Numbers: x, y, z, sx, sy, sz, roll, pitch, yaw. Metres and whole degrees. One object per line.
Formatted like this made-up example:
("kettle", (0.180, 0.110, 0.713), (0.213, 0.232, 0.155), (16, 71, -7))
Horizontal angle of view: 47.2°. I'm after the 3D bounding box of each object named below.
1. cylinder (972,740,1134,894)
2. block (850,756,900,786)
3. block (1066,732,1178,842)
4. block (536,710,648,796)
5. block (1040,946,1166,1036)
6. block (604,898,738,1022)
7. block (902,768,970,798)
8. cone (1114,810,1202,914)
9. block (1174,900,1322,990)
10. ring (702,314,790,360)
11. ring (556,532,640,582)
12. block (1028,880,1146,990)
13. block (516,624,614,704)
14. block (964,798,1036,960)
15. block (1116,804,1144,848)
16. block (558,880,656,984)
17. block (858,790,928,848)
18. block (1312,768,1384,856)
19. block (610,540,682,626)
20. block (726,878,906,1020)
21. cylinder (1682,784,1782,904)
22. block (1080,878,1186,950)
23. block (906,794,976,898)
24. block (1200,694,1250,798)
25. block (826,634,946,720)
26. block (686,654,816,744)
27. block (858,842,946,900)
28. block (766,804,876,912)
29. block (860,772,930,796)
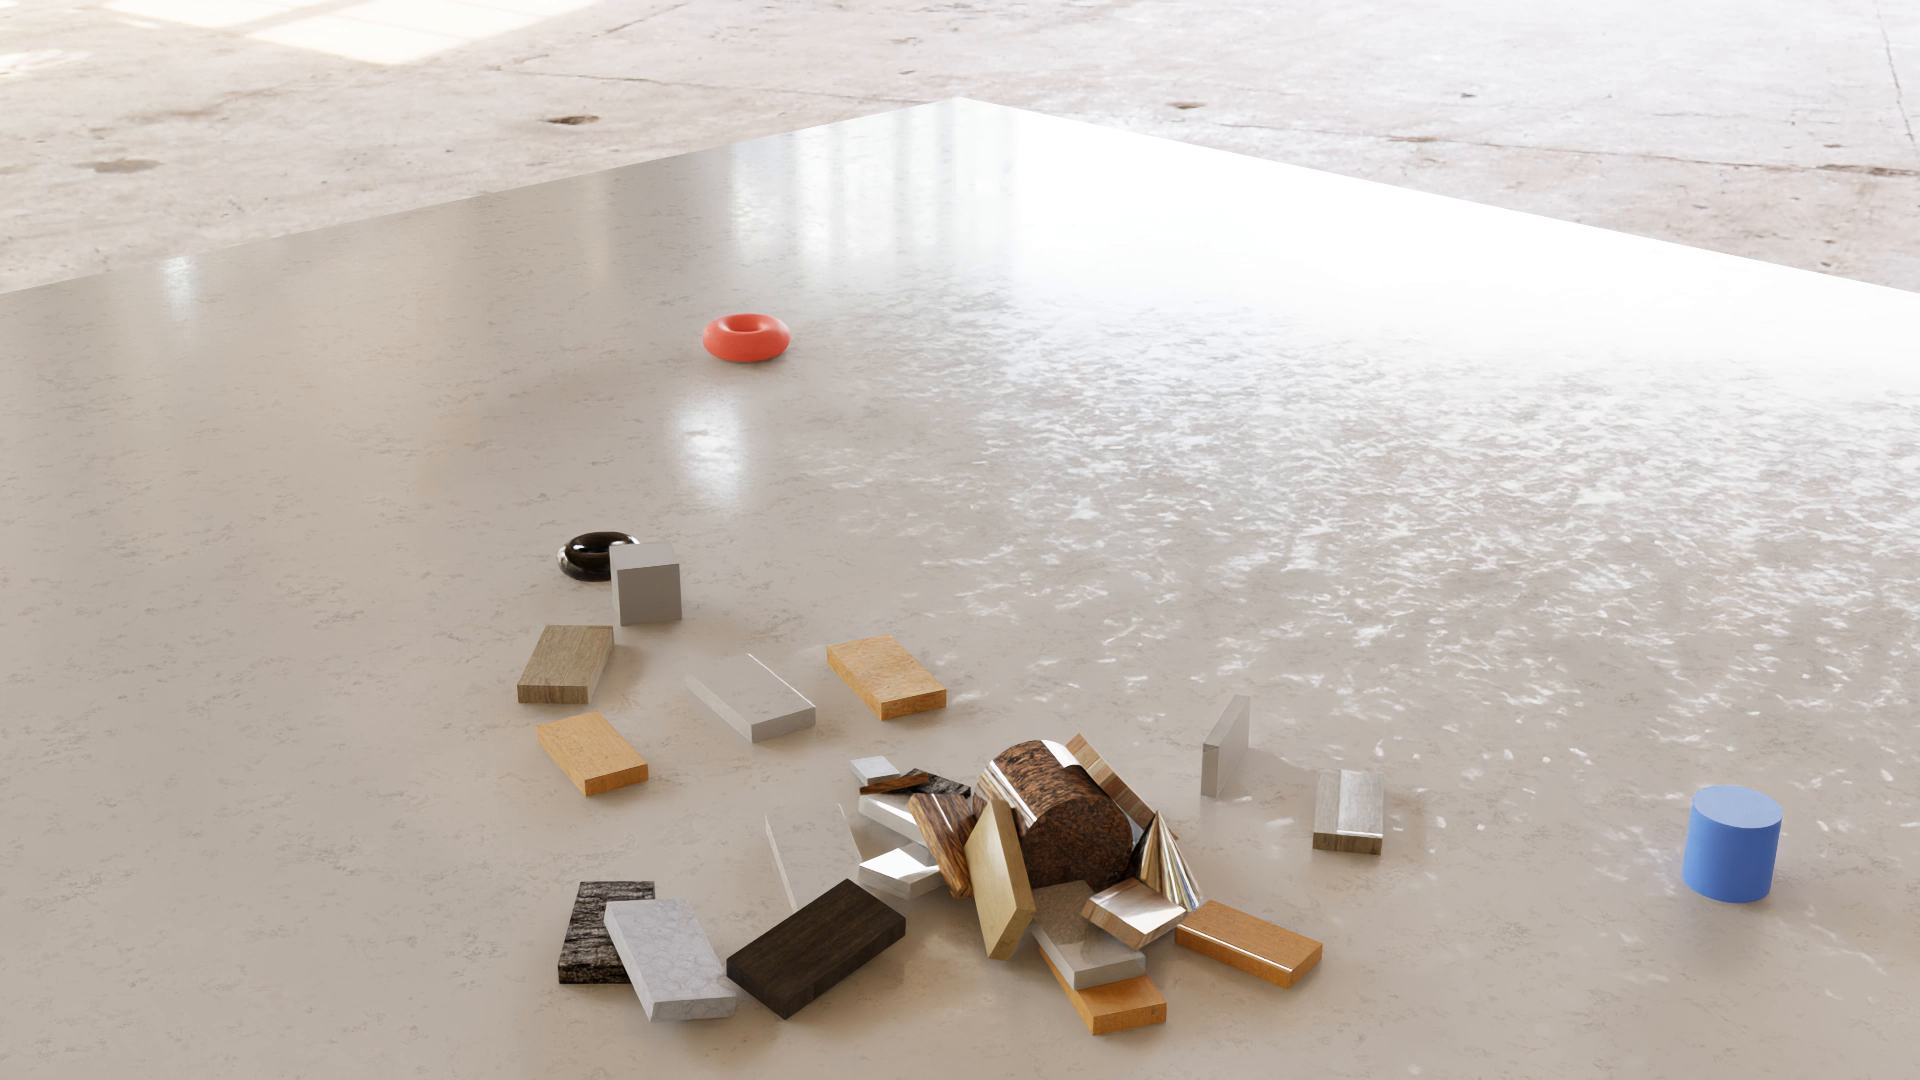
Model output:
("cylinder", (0.174, 0.539, 4.190), (0.235, 0.235, 0.235), (-8, 24, -18))
("block", (-0.177, 0.480, 4.565), (0.071, 0.020, 0.141), (-7, 12, -16))
("block", (0.311, 0.484, 4.214), (0.038, 0.265, 0.133), (-43, 40, 0))
("block", (-0.779, 0.449, 4.652), (0.139, 0.039, 0.278), (-13, 26, -28))
("block", (0.250, 0.772, 3.892), (0.135, 0.038, 0.271), (-7, 24, -17))
("block", (-0.516, 0.740, 3.893), (0.150, 0.042, 0.300), (2, 25, -27))
("block", (-0.056, 0.512, 4.529), (0.141, 0.020, 0.071), (15, 27, 31))
("cone", (0.370, 0.587, 4.145), (0.182, 0.182, 0.182), (0, 23, 0))
("block", (0.523, 0.732, 3.992), (0.239, 0.034, 0.119), (17, 28, 35))
("ring", (-0.700, -0.664, 7.206), (0.289, 0.096, 0.289), (0, 24, 0))
("ring", (-0.911, 0.041, 5.571), (0.219, 0.073, 0.219), (-1, 22, 0))
("block", (0.213, 0.706, 3.949), (0.135, 0.038, 0.271), (-8, 24, -19))
("block", (-0.900, 0.283, 5.038), (0.158, 0.045, 0.315), (1, 23, 2))
("block", (0.071, 0.620, 4.030), (0.038, 0.135, 0.271), (12, 35, -21))
("block", (0.314, 0.568, 4.373), (0.133, 0.038, 0.266), (-7, 24, -16))
("block", (-0.644, 0.715, 4.024), (0.139, 0.039, 0.278), (0, 23, -1))
("block", (-0.084, 0.551, 4.355), (0.118, 0.033, 0.236), (-2, 13, -38))
("block", (0.783, 0.544, 4.430), (0.133, 0.038, 0.265), (4, 23, 10))
("block", (-0.762, 0.104, 5.326), (0.148, 0.148, 0.148), (-6, 24, -14))
("block", (-0.255, 0.727, 3.927), (0.150, 0.042, 0.300), (28, 41, 33))
("cylinder", (1.470, 0.578, 4.189), (0.163, 0.163, 0.163), (0, 23, 0))
("block", (0.316, 0.674, 3.983), (0.119, 0.034, 0.238), (30, 12, 20))
("block", (-0.003, 0.583, 4.195), (0.118, 0.033, 0.236), (8, 37, -36))
("block", (0.556, 0.428, 4.597), (0.034, 0.120, 0.240), (9, 25, 21))
("block", (-0.169, 0.308, 4.978), (0.157, 0.045, 0.315), (-10, 25, -23))
("block", (-0.466, 0.349, 4.882), (0.157, 0.045, 0.315), (-14, 27, -30))
("block", (-0.077, 0.623, 4.187), (0.118, 0.033, 0.236), (15, 15, 31))
("block", (-0.264, 0.633, 4.215), (0.150, 0.042, 0.408), (-6, 24, -13))
("block", (-0.133, 0.502, 4.472), (0.141, 0.020, 0.071), (-13, -13, -3))
